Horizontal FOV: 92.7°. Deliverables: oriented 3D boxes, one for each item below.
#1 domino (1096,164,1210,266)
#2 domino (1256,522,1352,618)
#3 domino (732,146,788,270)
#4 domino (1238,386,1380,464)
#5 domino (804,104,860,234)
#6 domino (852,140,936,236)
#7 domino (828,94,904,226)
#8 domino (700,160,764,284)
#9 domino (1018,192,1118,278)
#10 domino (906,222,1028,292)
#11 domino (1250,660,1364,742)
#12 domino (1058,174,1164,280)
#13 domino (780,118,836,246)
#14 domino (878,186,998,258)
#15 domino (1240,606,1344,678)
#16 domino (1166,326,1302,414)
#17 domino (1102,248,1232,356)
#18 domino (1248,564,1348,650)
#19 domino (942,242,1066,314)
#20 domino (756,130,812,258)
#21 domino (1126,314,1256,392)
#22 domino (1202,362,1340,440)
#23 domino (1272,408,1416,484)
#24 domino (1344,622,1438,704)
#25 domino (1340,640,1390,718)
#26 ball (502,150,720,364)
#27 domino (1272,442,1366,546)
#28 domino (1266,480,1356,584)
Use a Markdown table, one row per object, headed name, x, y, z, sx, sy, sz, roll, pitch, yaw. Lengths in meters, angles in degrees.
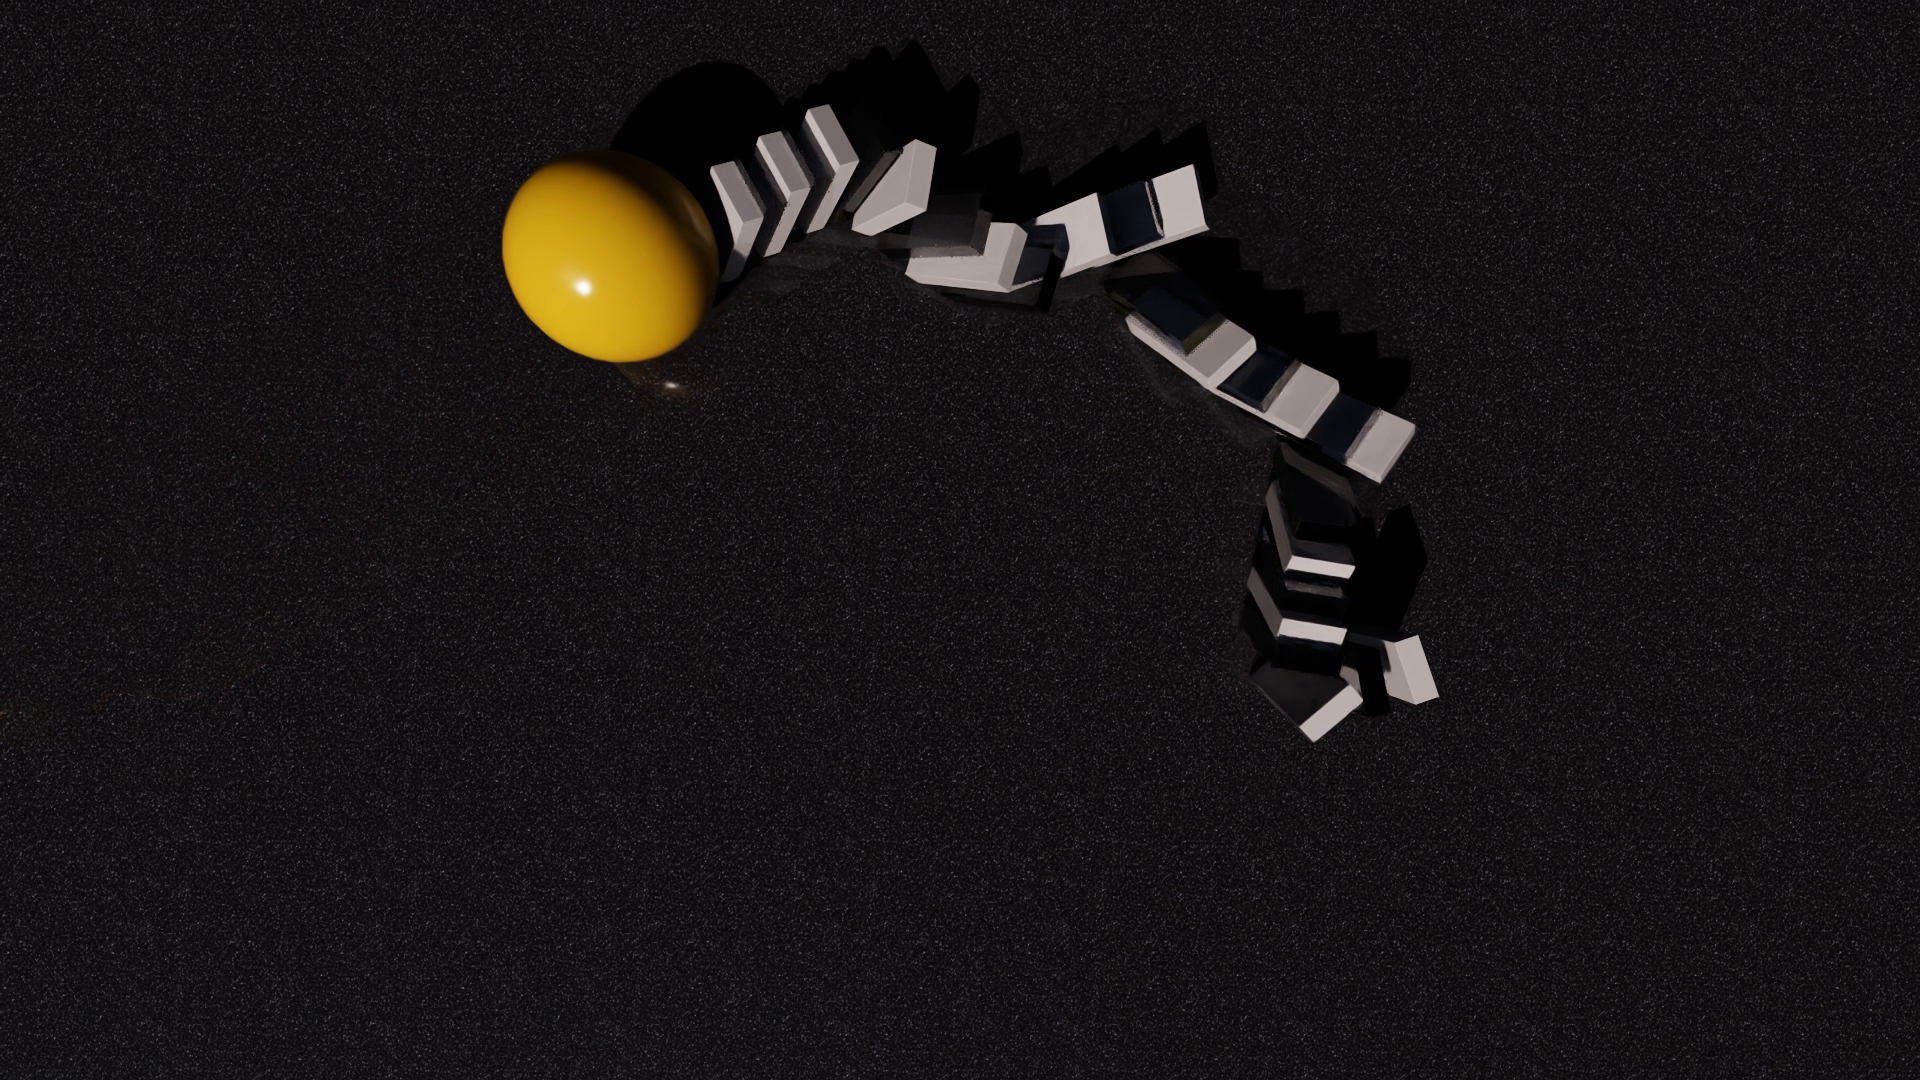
| name | x | y | z | sx | sy | sz | roll | pitch | yaw |
| --- | --- | --- | --- | --- | --- | --- | --- | --- | --- |
| domino | 0.077 | -0.135 | 0.385 | 0.050 | 0.009 | 0.025 | -12 | 90 | 27 |
| domino | 0.140 | 0.012 | 0.376 | 0.025 | 0.050 | 0.010 | 9 | 123 | 0 |
| domino | -0.087 | -0.134 | 0.376 | 0.009 | 0.050 | 0.025 | -29 | 90 | -28 |
| domino | 0.144 | -0.055 | 0.382 | 0.050 | 0.010 | 0.025 | 35 | 90 | 32 |
| domino | -0.059 | -0.151 | 0.376 | 0.009 | 0.050 | 0.025 | -29 | 90 | -28 |
| domino | -0.028 | -0.143 | 0.376 | 0.010 | 0.050 | 0.025 | 9 | 90 | -31 |
| domino | -0.045 | -0.156 | 0.377 | 0.010 | 0.050 | 0.025 | -29 | 90 | -38 |
| domino | -0.096 | -0.129 | 0.376 | 0.010 | 0.050 | 0.025 | -29 | 90 | -28 |
| domino | 0.039 | -0.123 | 0.383 | 0.050 | 0.010 | 0.025 | -13 | 90 | 31 |
| domino | 0.002 | -0.119 | 0.381 | 0.050 | 0.010 | 0.025 | 18 | 91 | 37 |
| domino | 0.140 | 0.060 | 0.373 | 0.025 | 0.050 | 0.009 | -43 | 103 | 7 |
| domino | 0.057 | -0.130 | 0.384 | 0.050 | 0.010 | 0.025 | -15 | 89 | 28 |
| domino | -0.068 | -0.145 | 0.376 | 0.010 | 0.050 | 0.025 | -29 | 90 | -28 |
| domino | -0.010 | -0.131 | 0.381 | 0.050 | 0.010 | 0.025 | 11 | 87 | 37 |
| domino | 0.134 | 0.041 | 0.375 | 0.025 | 0.050 | 0.010 | 9 | 104 | 0 |
| domino | 0.113 | -0.076 | 0.383 | 0.050 | 0.010 | 0.025 | 38 | 90 | 32 |
| domino | 0.086 | -0.101 | 0.382 | 0.025 | 0.009 | 0.050 | -41 | 56 | 0 |
| domino | 0.137 | 0.026 | 0.375 | 0.025 | 0.050 | 0.010 | 9 | 113 | 0 |
| domino | 0.017 | -0.110 | 0.381 | 0.050 | 0.010 | 0.025 | 18 | 93 | 37 |
| domino | -0.078 | -0.140 | 0.376 | 0.009 | 0.050 | 0.025 | -29 | 90 | -28 |
| domino | 0.096 | -0.086 | 0.382 | 0.025 | 0.009 | 0.050 | -43 | 56 | 0 |
| domino | 0.128 | -0.065 | 0.382 | 0.050 | 0.010 | 0.025 | 37 | 91 | 32 |
| domino | 0.159 | -0.047 | 0.383 | 0.050 | 0.010 | 0.025 | 34 | 90 | 30 |
| domino | 0.175 | 0.050 | 0.375 | 0.009 | 0.050 | 0.025 | -19 | 90 | 0 |
| domino | 0.157 | 0.055 | 0.375 | 0.010 | 0.050 | 0.025 | -11 | 90 | -1 |
| ball | -0.135 | -0.110 | 0.360 | 0.080 | 0.080 | 0.080 | 0 | 90 | 0 |
| domino | 0.147 | -0.020 | 0.379 | 0.025 | 0.050 | 0.010 | 6 | 134 | 0 |
| domino | 0.143 | -0.004 | 0.378 | 0.025 | 0.050 | 0.010 | 9 | 130 | 0 |
